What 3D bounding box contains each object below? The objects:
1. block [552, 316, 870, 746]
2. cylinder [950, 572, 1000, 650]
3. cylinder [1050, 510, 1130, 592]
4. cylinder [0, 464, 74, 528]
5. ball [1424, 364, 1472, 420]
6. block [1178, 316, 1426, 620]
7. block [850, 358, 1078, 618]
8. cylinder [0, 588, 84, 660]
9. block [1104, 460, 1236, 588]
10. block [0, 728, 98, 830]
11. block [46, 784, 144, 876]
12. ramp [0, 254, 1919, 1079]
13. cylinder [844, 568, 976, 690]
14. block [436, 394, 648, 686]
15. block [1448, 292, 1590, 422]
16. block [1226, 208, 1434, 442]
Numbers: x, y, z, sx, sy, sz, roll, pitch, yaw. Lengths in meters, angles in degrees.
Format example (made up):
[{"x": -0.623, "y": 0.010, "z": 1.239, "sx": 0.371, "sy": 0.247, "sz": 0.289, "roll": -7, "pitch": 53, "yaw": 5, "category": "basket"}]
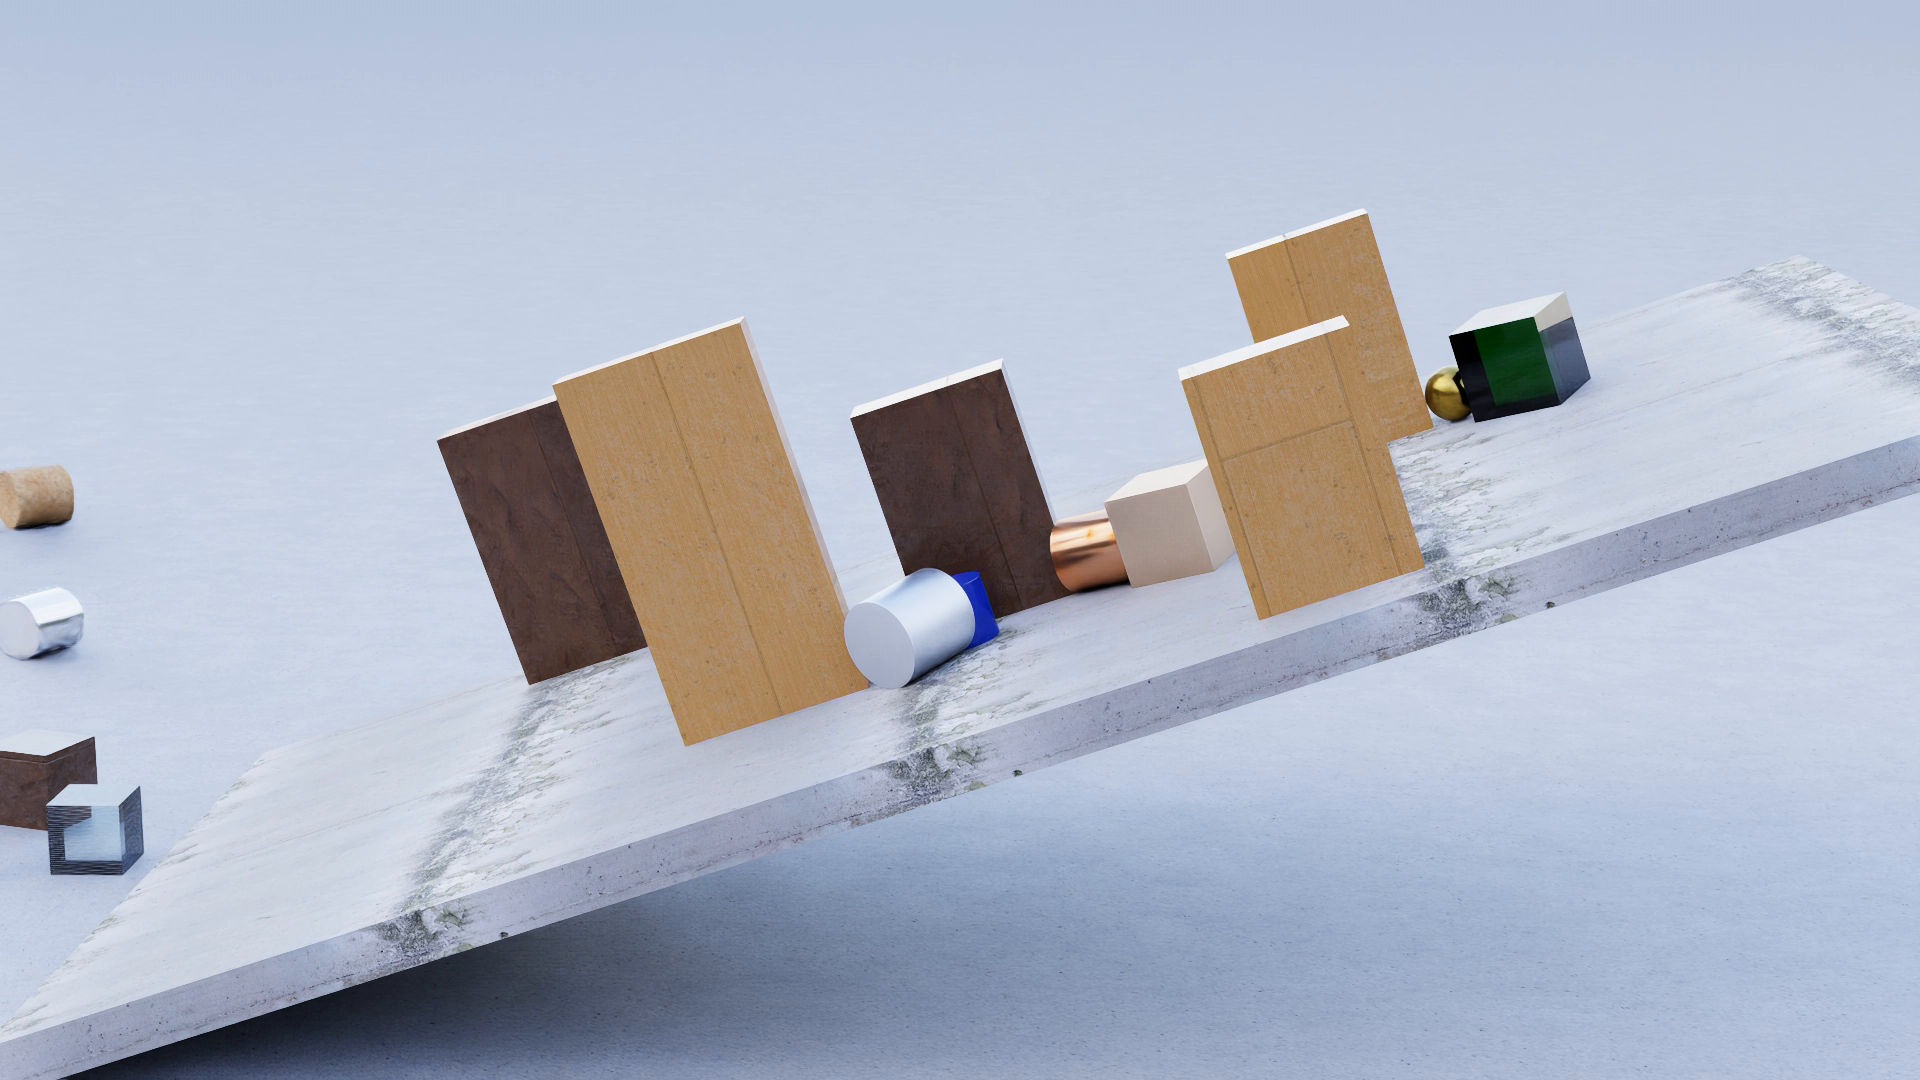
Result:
[{"x": -0.495, "y": -0.014, "z": 5.938, "sx": 0.397, "sy": 0.784, "sz": 0.096, "roll": -18, "pitch": 11, "yaw": 6, "category": "block"}, {"x": 0.000, "y": 0.148, "z": 6.033, "sx": 0.129, "sy": 0.129, "sz": 0.129, "roll": -18, "pitch": 11, "yaw": 4, "category": "cylinder"}, {"x": 0.295, "y": 0.017, "z": 6.108, "sx": 0.157, "sy": 0.157, "sz": 0.157, "roll": -13, "pitch": 4, "yaw": 30, "category": "cylinder"}, {"x": -3.367, "y": -0.158, "z": 10.708, "sx": 0.209, "sy": 0.209, "sz": 0.209, "roll": -10, "pitch": 16, "yaw": -40, "category": "cylinder"}, {"x": 1.095, "y": -0.327, "z": 6.534, "sx": 0.124, "sy": 0.124, "sz": 0.124, "roll": 0, "pitch": 12, "yaw": 0, "category": "ball"}, {"x": 0.630, "y": -0.134, "z": 5.434, "sx": 0.320, "sy": 0.472, "sz": 0.136, "roll": -18, "pitch": 11, "yaw": 6, "category": "block"}, {"x": 0.011, "y": -0.085, "z": 6.183, "sx": 0.330, "sy": 0.500, "sz": 0.139, "roll": -18, "pitch": 11, "yaw": 6, "category": "block"}, {"x": -2.765, "y": 0.252, "z": 8.841, "sx": 0.183, "sy": 0.183, "sz": 0.183, "roll": 7, "pitch": 14, "yaw": 28, "category": "cylinder"}, {"x": 0.443, "y": -0.037, "z": 6.031, "sx": 0.190, "sy": 0.190, "sz": 0.190, "roll": -13, "pitch": 12, "yaw": 30, "category": "block"}, {"x": -2.263, "y": 0.589, "z": 7.241, "sx": 0.191, "sy": 0.191, "sz": 0.191, "roll": 5, "pitch": 13, "yaw": 20, "category": "block"}, {"x": -2.021, "y": 0.677, "z": 6.879, "sx": 0.168, "sy": 0.168, "sz": 0.168, "roll": 0, "pitch": 12, "yaw": 2, "category": "block"}, {"x": 0.106, "y": 0.181, "z": 6.306, "sx": 4.000, "sy": 0.100, "sz": 2.000, "roll": -18, "pitch": 11, "yaw": 6, "category": "ramp"}, {"x": -0.101, "y": 0.177, "z": 5.910, "sx": 0.187, "sy": 0.187, "sz": 0.187, "roll": 10, "pitch": 28, "yaw": 40, "category": "cylinder"}, {"x": -0.943, "y": -0.023, "z": 7.147, "sx": 0.437, "sy": 0.638, "sz": 0.135, "roll": -18, "pitch": 11, "yaw": 6, "category": "block"}, {"x": 1.230, "y": -0.402, "z": 6.460, "sx": 0.204, "sy": 0.204, "sz": 0.204, "roll": -12, "pitch": 13, "yaw": 34, "category": "block"}, {"x": 0.825, "y": -0.446, "z": 6.569, "sx": 0.321, "sy": 0.504, "sz": 0.102, "roll": -18, "pitch": 11, "yaw": 6, "category": "block"}]
